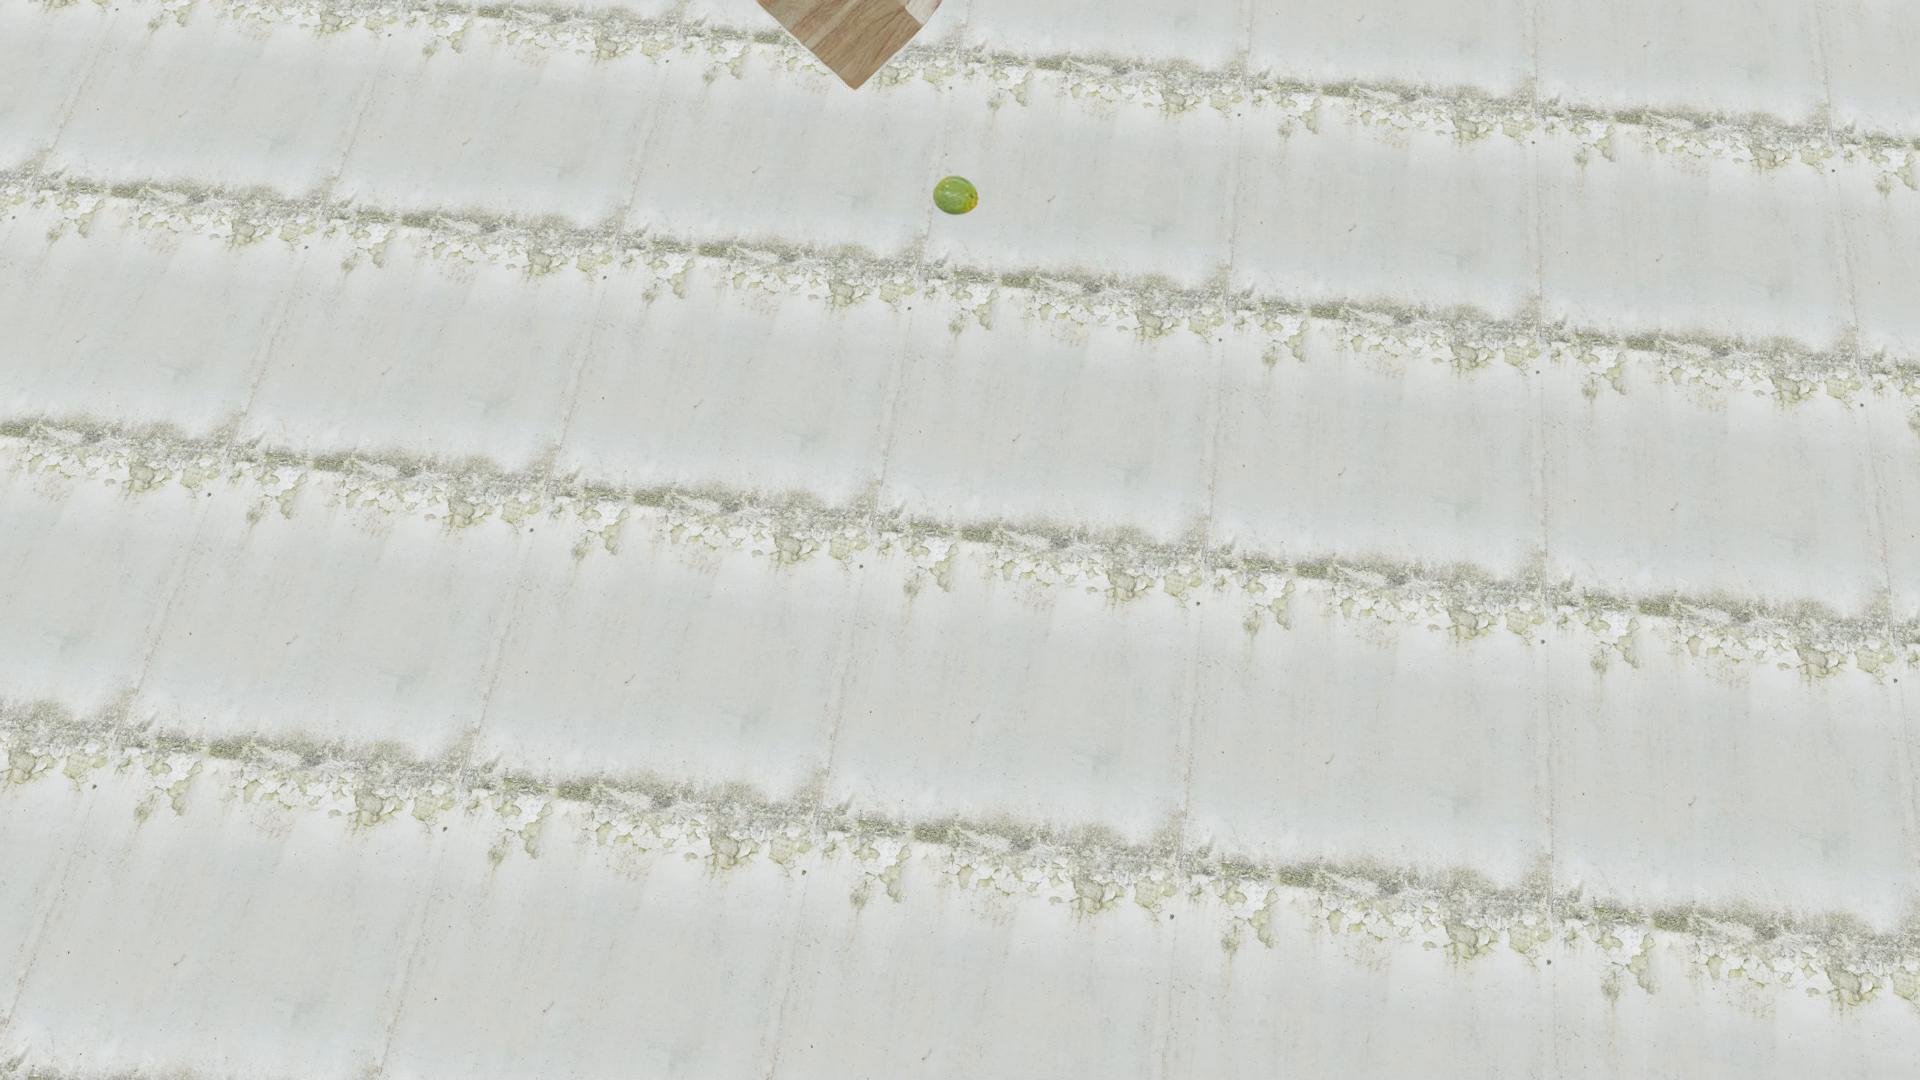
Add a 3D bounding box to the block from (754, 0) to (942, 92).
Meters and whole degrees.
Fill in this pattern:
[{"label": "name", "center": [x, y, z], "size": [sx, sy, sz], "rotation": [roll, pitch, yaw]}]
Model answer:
[{"label": "block", "center": [-0.192, -1.015, 3.967], "size": [0.277, 0.252, 0.179], "rotation": [40, 56, -14]}]
